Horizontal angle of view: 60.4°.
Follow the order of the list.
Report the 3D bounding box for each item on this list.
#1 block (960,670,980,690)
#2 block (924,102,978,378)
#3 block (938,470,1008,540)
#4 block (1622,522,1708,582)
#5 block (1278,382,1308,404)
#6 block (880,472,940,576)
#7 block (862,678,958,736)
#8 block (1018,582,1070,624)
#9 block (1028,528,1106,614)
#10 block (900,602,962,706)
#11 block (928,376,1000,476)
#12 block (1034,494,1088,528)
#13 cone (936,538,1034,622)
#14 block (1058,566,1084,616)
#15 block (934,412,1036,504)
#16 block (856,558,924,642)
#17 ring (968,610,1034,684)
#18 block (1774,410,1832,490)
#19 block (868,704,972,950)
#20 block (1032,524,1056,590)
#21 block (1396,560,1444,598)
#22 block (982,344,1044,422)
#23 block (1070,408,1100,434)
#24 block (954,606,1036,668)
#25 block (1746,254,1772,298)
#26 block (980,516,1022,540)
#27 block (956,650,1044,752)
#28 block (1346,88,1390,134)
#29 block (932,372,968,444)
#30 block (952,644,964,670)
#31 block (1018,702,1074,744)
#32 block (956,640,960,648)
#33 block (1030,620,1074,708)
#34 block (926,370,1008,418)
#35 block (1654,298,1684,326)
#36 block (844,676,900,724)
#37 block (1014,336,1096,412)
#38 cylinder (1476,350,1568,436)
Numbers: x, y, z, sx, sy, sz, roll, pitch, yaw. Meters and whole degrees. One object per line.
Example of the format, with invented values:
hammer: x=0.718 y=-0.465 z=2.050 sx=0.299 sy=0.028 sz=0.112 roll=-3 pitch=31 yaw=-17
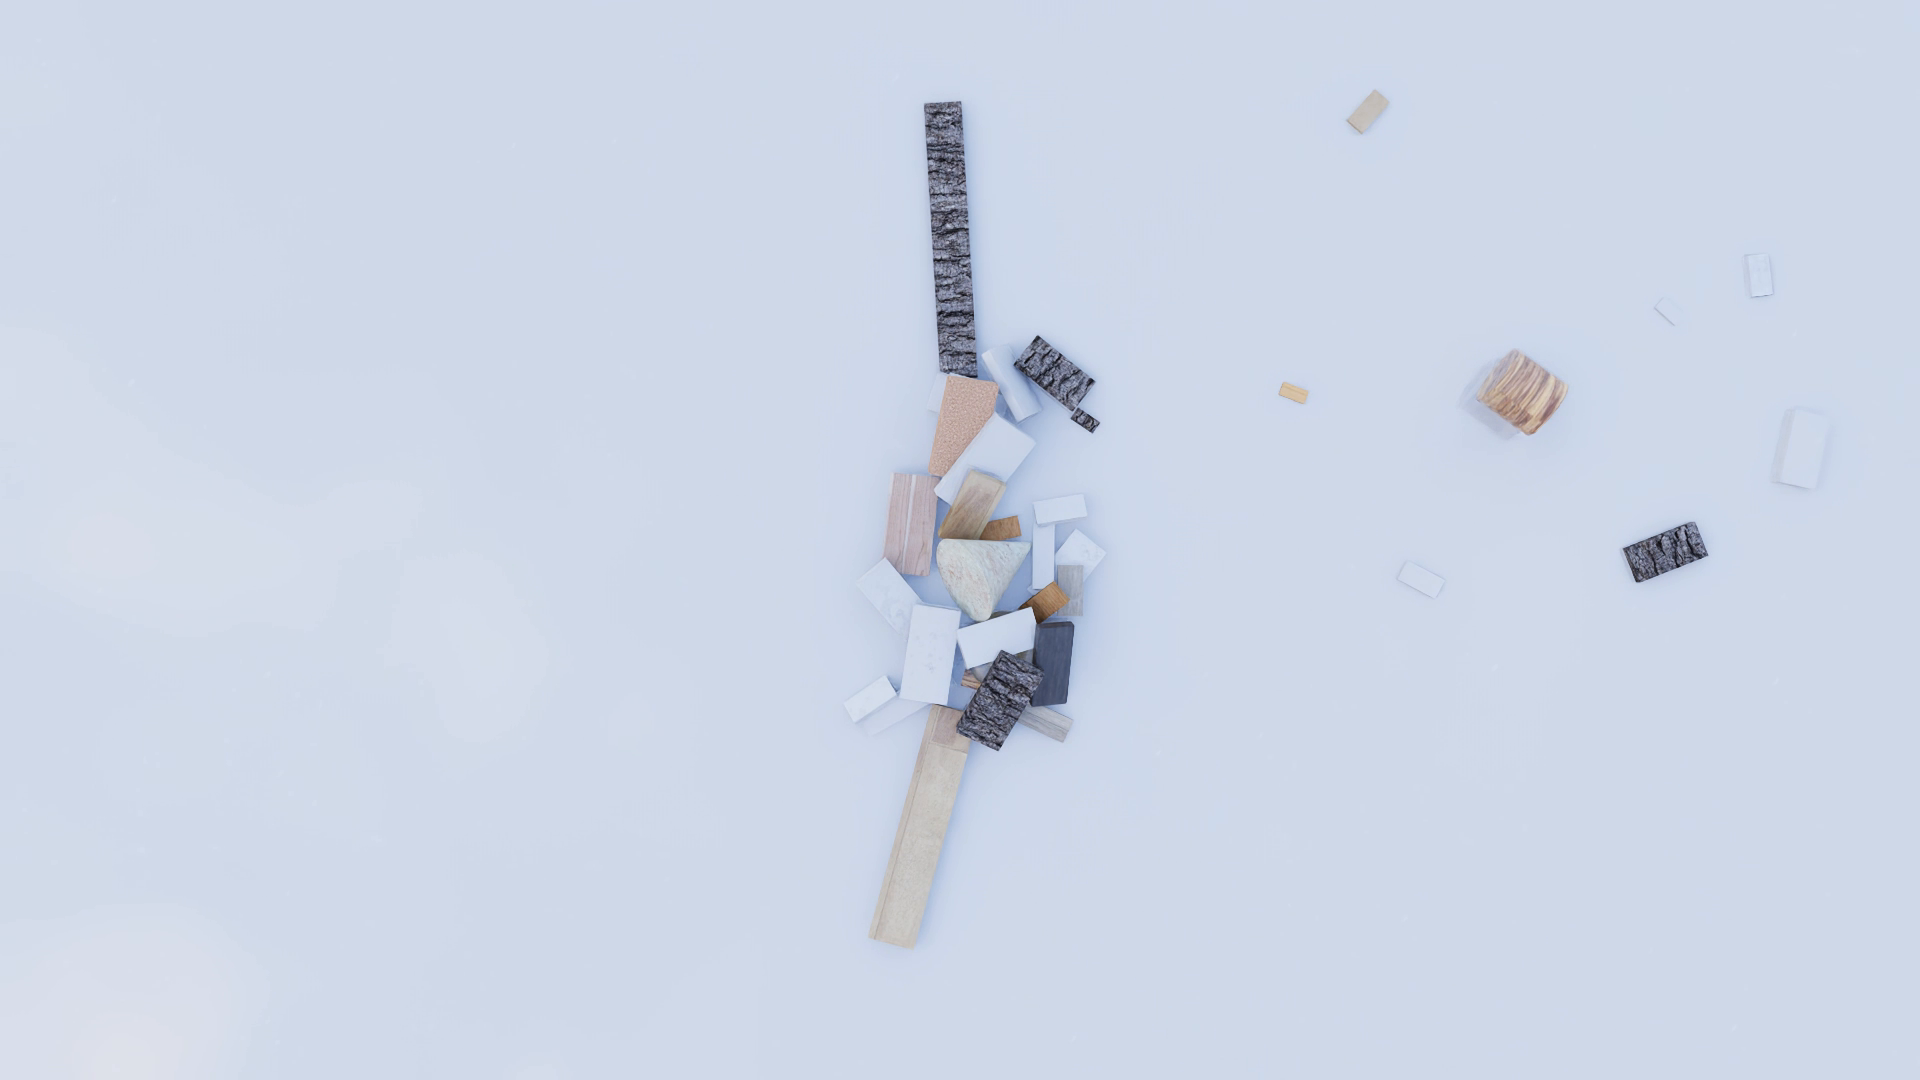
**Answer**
block: x=0.065 y=0.472 z=5.492 sx=0.114 sy=0.016 sz=0.057 roll=16 pitch=90 yaw=0
block: x=-0.031 y=-0.995 z=5.482 sx=0.125 sy=0.035 sz=0.914 roll=-3 pitch=90 yaw=0
block: x=0.039 y=-0.099 z=5.417 sx=0.126 sy=0.036 sz=0.252 roll=21 pitch=113 yaw=-18
block: x=2.345 y=0.040 z=5.483 sx=0.244 sy=0.035 sz=0.122 roll=-21 pitch=90 yaw=0
block: x=1.112 y=-0.490 z=5.494 sx=0.090 sy=0.013 sz=0.045 roll=21 pitch=90 yaw=0
block: x=-0.166 y=-0.052 z=5.477 sx=0.165 sy=0.047 sz=0.329 roll=6 pitch=90 yaw=0
block: x=-0.175 y=0.535 z=5.479 sx=0.335 sy=0.024 sz=0.084 roll=-30 pitch=93 yaw=2
block: x=0.277 y=0.213 z=5.441 sx=0.084 sy=0.024 sz=0.167 roll=49 pitch=125 yaw=-2
block: x=0.354 y=0.104 z=5.482 sx=0.130 sy=0.037 sz=0.260 roll=39 pitch=90 yaw=0
block: x=-0.097 y=0.375 z=5.432 sx=0.157 sy=0.044 sz=0.314 roll=9 pitch=94 yaw=0
block: x=0.010 y=-0.365 z=5.401 sx=0.165 sy=0.047 sz=0.329 roll=7 pitch=111 yaw=-13
block: x=0.333 y=-0.098 z=5.470 sx=0.167 sy=0.024 sz=0.084 roll=-9 pitch=63 yaw=0
cone: x=0.131 y=0.070 z=5.433 sx=0.297 sy=0.297 sz=0.297 roll=-27 pitch=90 yaw=-27
block: x=0.364 y=0.167 z=5.451 sx=0.084 sy=0.024 sz=0.167 roll=0 pitch=90 yaw=0
block: x=0.082 y=-0.241 z=5.415 sx=0.165 sy=0.047 sz=0.329 roll=34 pitch=102 yaw=-23
block: x=-0.212 y=0.198 z=5.450 sx=0.130 sy=0.037 sz=0.260 roll=-40 pitch=104 yaw=0
ring: x=0.147 y=0.366 z=5.447 sx=0.267 sy=0.089 sz=0.267 roll=0 pitch=88 yaw=-8
block: x=2.802 y=-0.299 z=5.483 sx=0.122 sy=0.035 sz=0.244 roll=13 pitch=90 yaw=0
block: x=-0.123 y=0.949 z=5.478 sx=0.157 sy=0.044 sz=0.803 roll=15 pitch=90 yaw=0
block: x=0.278 y=0.054 z=5.461 sx=0.070 sy=0.020 sz=0.220 roll=-2 pitch=79 yaw=14
block: x=1.533 y=0.132 z=5.490 sx=0.140 sy=0.020 sz=0.070 roll=28 pitch=90 yaw=0
block: x=0.173 y=-0.520 z=5.439 sx=0.035 sy=0.125 sz=0.250 roll=-28 pitch=90 yaw=36
block: x=0.417 y=-0.398 z=5.494 sx=0.090 sy=0.013 sz=0.045 roll=34 pitch=90 yaw=0
block: x=0.127 y=0.319 z=5.384 sx=0.260 sy=0.037 sz=0.130 roll=-17 pitch=90 yaw=-9
block: x=2.660 y=-0.880 z=5.490 sx=0.068 sy=0.019 sz=0.137 roll=-6 pitch=90 yaw=0
block: x=0.130 y=-0.033 z=5.490 sx=0.140 sy=0.020 sz=0.070 roll=-12 pitch=90 yaw=0
block: x=0.130 y=0.526 z=5.389 sx=0.157 sy=0.044 sz=0.314 roll=26 pitch=108 yaw=-11
block: x=1.359 y=-1.426 z=5.490 sx=0.068 sy=0.019 sz=0.137 roll=42 pitch=90 yaw=0
block: x=-0.004 y=-0.413 z=5.441 sx=0.126 sy=0.036 sz=0.252 roll=15 pitch=110 yaw=0
block: x=-0.030 y=0.398 z=5.492 sx=0.114 sy=0.016 sz=0.057 roll=-39 pitch=90 yaw=0
block: x=0.283 y=0.602 z=5.488 sx=0.168 sy=0.024 sz=0.084 roll=25 pitch=90 yaw=0
block: x=0.036 y=0.371 z=5.477 sx=0.057 sy=0.016 sz=0.114 roll=-28 pitch=95 yaw=-13
block: x=0.300 y=0.407 z=5.407 sx=0.122 sy=0.035 sz=0.292 roll=-4 pitch=116 yaw=-16
block: x=0.028 y=-0.457 z=5.461 sx=0.252 sy=0.036 sz=0.126 roll=19 pitch=110 yaw=0
block: x=2.362 y=-0.760 z=5.494 sx=0.090 sy=0.013 sz=0.045 roll=41 pitch=90 yaw=0
block: x=-0.295 y=0.531 z=5.468 sx=0.168 sy=0.024 sz=0.084 roll=-34 pitch=58 yaw=0
block: x=0.314 y=-0.552 z=5.459 sx=0.250 sy=0.035 sz=0.125 roll=39 pitch=67 yaw=0
cylinder: x=1.839 y=-0.482 z=5.399 sx=0.203 sy=0.203 sz=0.203 roll=36 pitch=90 yaw=0
